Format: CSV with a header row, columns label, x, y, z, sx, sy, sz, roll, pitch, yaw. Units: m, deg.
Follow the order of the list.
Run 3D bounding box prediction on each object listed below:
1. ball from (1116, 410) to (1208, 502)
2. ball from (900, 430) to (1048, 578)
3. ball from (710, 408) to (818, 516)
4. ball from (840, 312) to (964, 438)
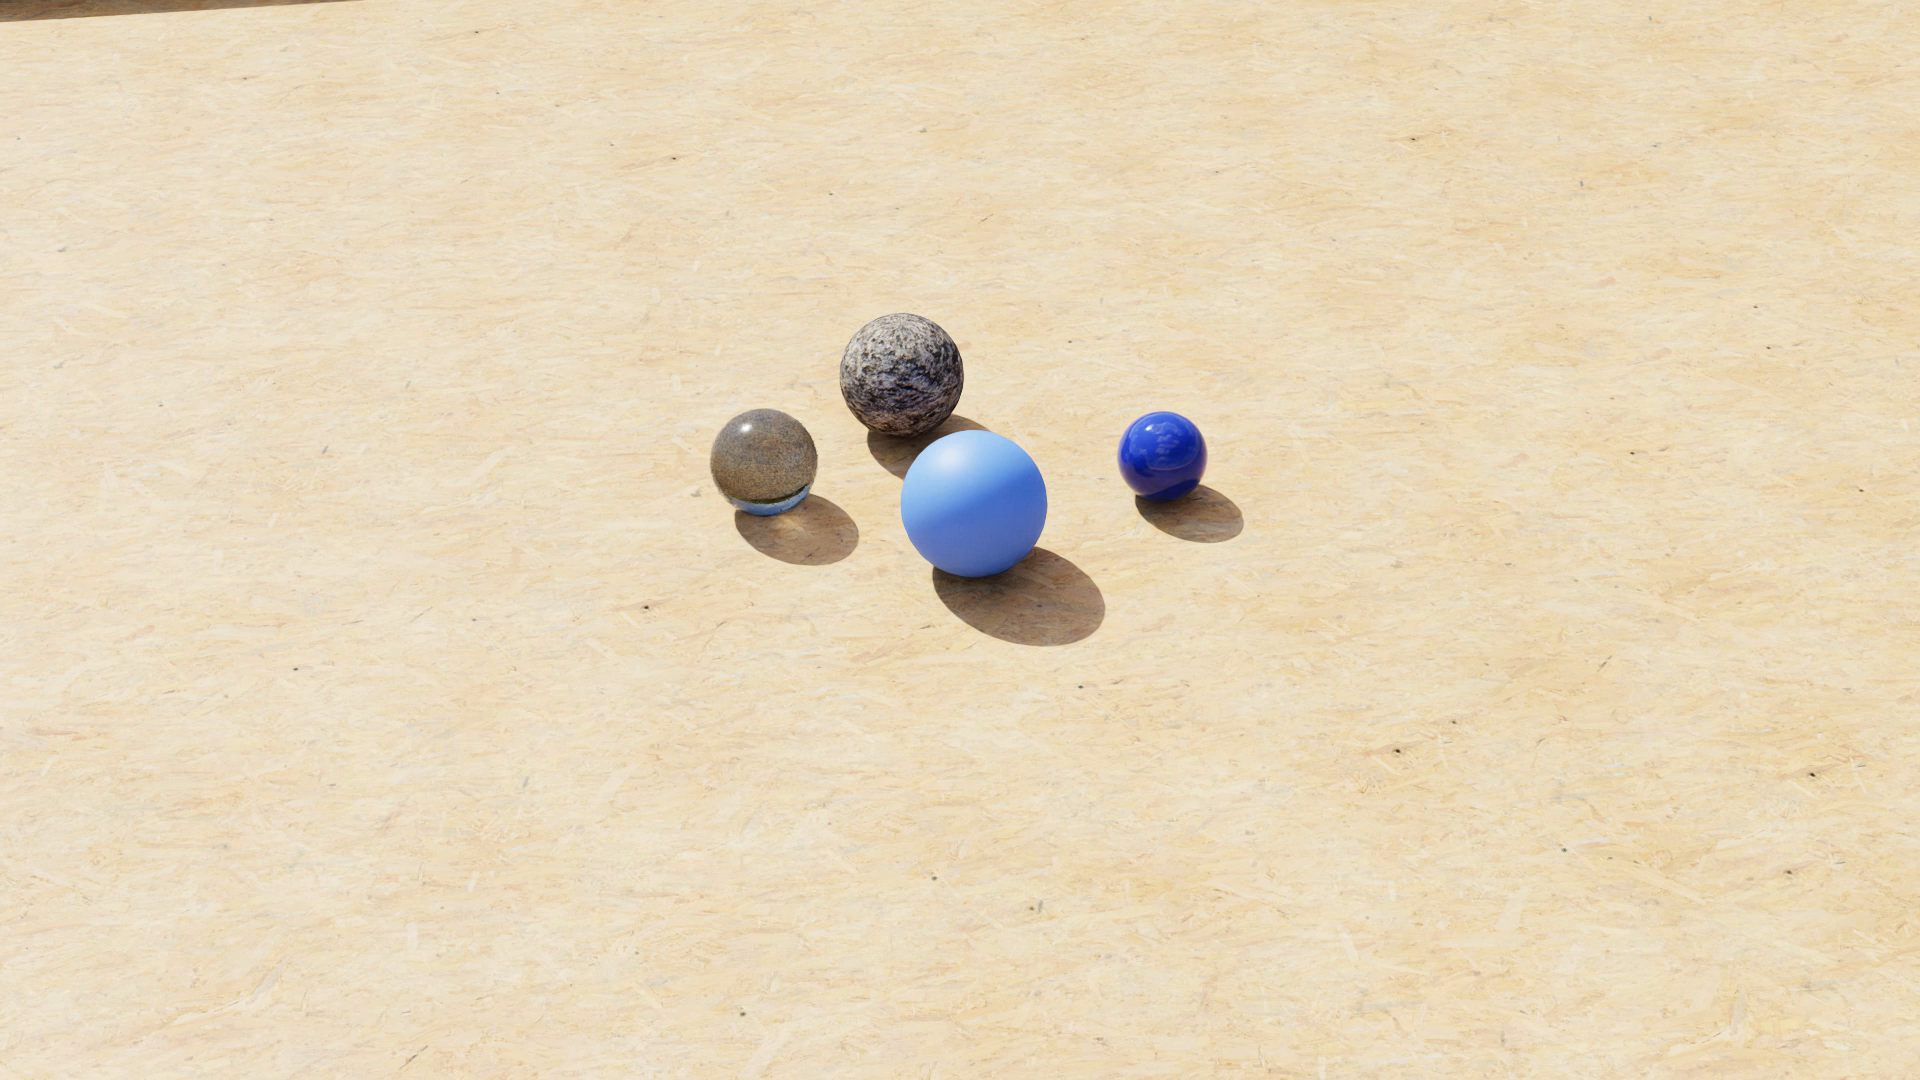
label,x,y,z,sx,sy,sz,roll,pitch,yaw
ball,0.125,-0.052,1.589,0.057,0.057,0.057,0,37,0
ball,0.008,-0.021,1.522,0.088,0.088,0.088,0,37,0
ball,-0.120,-0.048,1.575,0.067,0.067,0.067,0,37,0
ball,-0.037,-0.105,1.641,0.080,0.080,0.080,0,37,0
